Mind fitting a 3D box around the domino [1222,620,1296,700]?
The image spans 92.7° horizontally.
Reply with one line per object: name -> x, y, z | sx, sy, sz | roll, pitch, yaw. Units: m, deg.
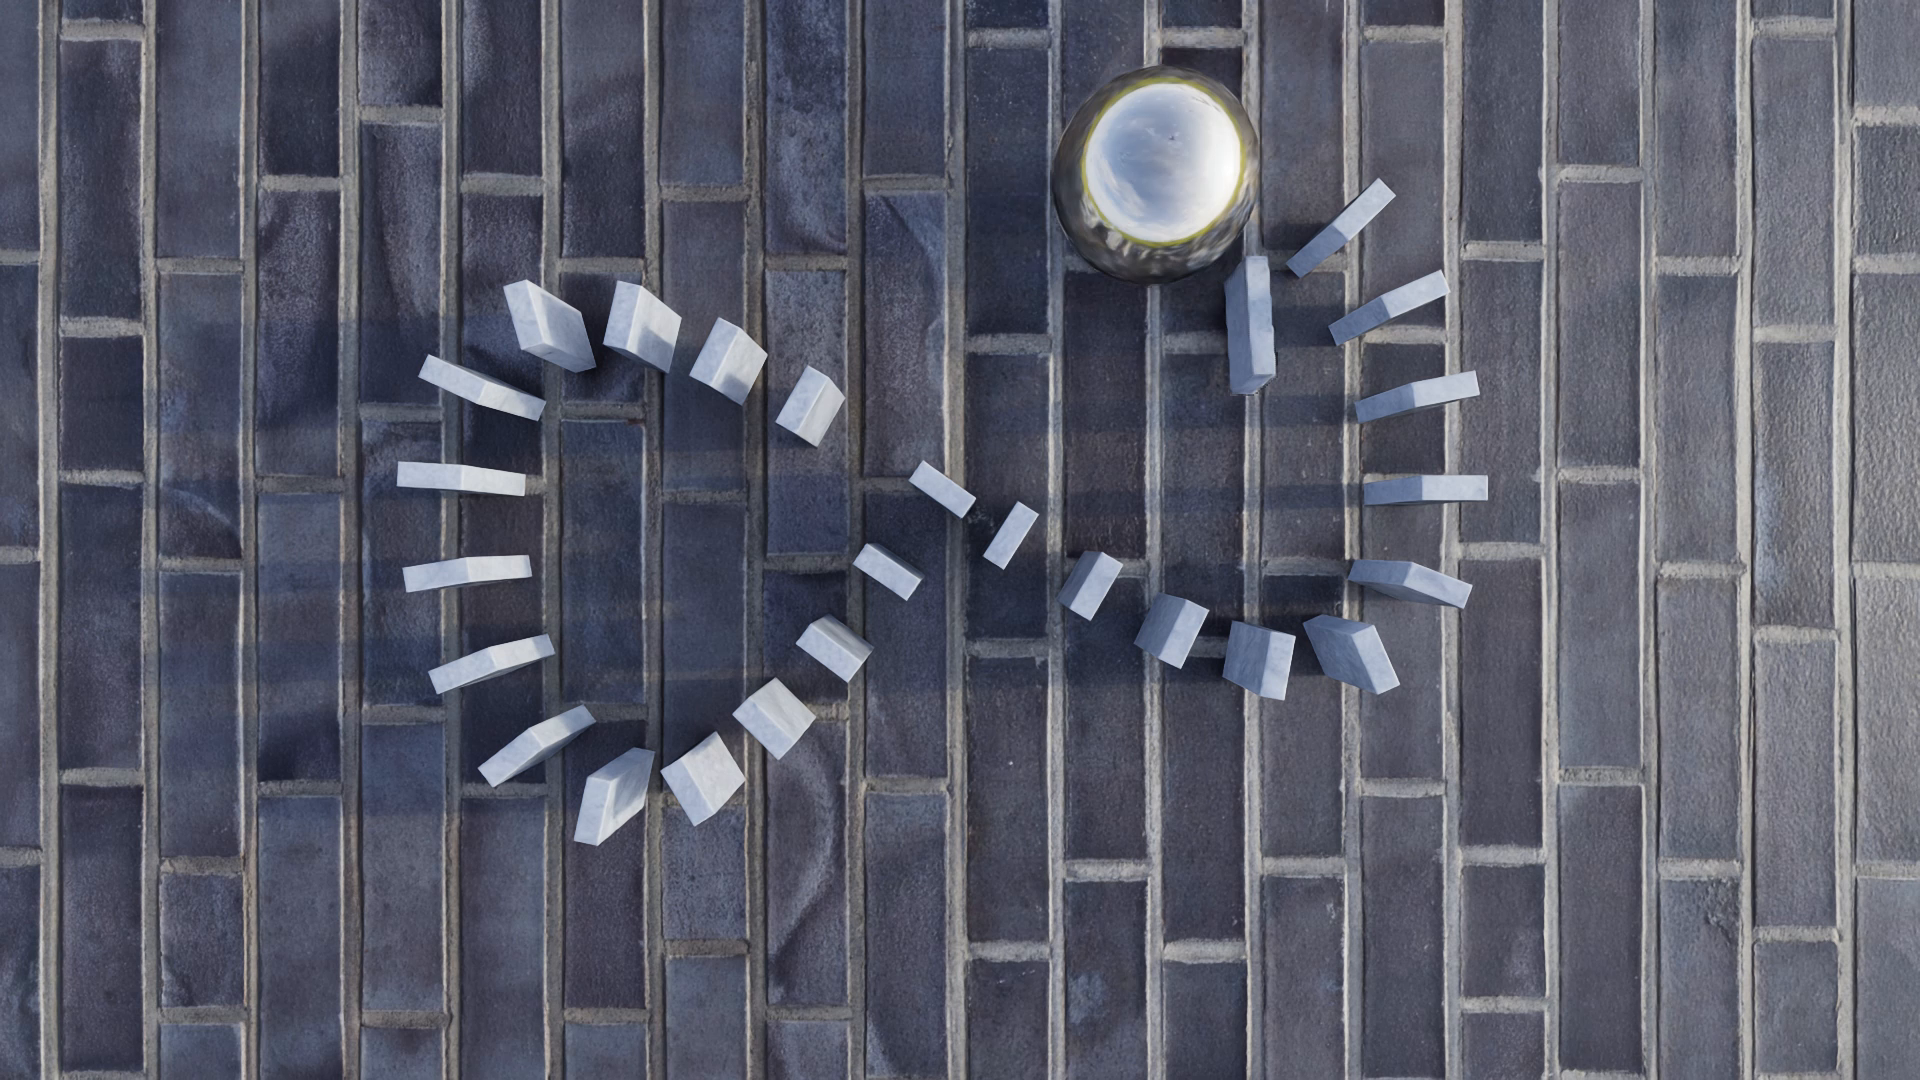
domino -> 0.121, 0.048, 0.375 | 0.010, 0.050, 0.025 | 10, 90, 0

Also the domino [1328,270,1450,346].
domino -> 0.174, -0.094, 0.375 | 0.025, 0.050, 0.009 | -23, 90, 0

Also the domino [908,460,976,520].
domino -> -0.007, -0.019, 0.375 | 0.025, 0.050, 0.009 | 35, 90, 0

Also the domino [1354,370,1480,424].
domino -> 0.185, -0.058, 0.375 | 0.025, 0.050, 0.009 | -11, 90, 0

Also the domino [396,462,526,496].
domino -> -0.202, -0.025, 0.375 | 0.025, 0.050, 0.009 | 3, 90, 0

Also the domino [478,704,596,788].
domino -> -0.172, 0.083, 0.375 | 0.025, 0.050, 0.010 | -38, 90, 0

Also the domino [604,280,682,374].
domino -> -0.129, -0.086, 0.375 | 0.010, 0.050, 0.025 | 13, 90, 0

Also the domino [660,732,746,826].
domino -> -0.104, 0.096, 0.375 | 0.009, 0.050, 0.025 | -32, 90, 0

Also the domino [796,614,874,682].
domino -> -0.050, 0.043, 0.375 | 0.025, 0.050, 0.010 | 37, 90, 0

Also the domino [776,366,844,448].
domino -> -0.060, -0.054, 0.375 | 0.009, 0.050, 0.025 | 30, 90, 0

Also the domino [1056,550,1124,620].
domino -> 0.052, 0.018, 0.375 | 0.010, 0.050, 0.025 | 30, 90, 0

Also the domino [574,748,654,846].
domino -> -0.140, 0.104, 0.375 | 0.010, 0.050, 0.025 | 12, 90, 0

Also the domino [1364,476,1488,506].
domino -> 0.189, -0.020, 0.375 | 0.025, 0.050, 0.009 | 0, 90, 0

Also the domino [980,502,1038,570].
domino -> 0.019, -0.002, 0.375 | 0.009, 0.050, 0.025 | 32, 90, 0

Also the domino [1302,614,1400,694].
domino -> 0.159, 0.046, 0.375 | 0.009, 0.050, 0.025 | -24, 90, 0

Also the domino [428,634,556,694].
domino -> -0.190, 0.050, 0.375 | 0.025, 0.050, 0.009 | -22, 90, 0

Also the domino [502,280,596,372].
domino -> -0.167, -0.086, 0.375 | 0.010, 0.050, 0.025 | -16, 90, 0

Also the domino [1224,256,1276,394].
domino -> 0.121, -0.089, 0.384 | 0.009, 0.025, 0.050 | 0, 82, -4

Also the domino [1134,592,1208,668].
domino -> 0.085, 0.036, 0.375 | 0.009, 0.050, 0.025 | 26, 90, 0

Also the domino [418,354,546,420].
domino -> -0.194, -0.061, 0.375 | 0.025, 0.050, 0.009 | 25, 90, 0

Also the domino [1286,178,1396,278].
domino -> 0.154, -0.126, 0.375 | 0.025, 0.050, 0.009 | -44, 90, 0

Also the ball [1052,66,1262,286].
ball -> 0.076, -0.142, 0.360 | 0.080, 0.080, 0.080 | 0, 90, 0

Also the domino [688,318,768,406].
domino -> -0.094, -0.072, 0.375 | 0.010, 0.050, 0.025 | 27, 90, 0

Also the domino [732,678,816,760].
domino -> -0.075, 0.072, 0.375 | 0.025, 0.050, 0.010 | 45, 90, 0

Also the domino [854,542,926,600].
domino -> -0.028, 0.012, 0.375 | 0.025, 0.050, 0.010 | 34, 90, 0

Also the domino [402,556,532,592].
domino -> -0.200, 0.013, 0.375 | 0.025, 0.050, 0.009 | -9, 90, 0

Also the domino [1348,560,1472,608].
domino -> 0.183, 0.017, 0.375 | 0.025, 0.050, 0.010 | 21, 90, 0
